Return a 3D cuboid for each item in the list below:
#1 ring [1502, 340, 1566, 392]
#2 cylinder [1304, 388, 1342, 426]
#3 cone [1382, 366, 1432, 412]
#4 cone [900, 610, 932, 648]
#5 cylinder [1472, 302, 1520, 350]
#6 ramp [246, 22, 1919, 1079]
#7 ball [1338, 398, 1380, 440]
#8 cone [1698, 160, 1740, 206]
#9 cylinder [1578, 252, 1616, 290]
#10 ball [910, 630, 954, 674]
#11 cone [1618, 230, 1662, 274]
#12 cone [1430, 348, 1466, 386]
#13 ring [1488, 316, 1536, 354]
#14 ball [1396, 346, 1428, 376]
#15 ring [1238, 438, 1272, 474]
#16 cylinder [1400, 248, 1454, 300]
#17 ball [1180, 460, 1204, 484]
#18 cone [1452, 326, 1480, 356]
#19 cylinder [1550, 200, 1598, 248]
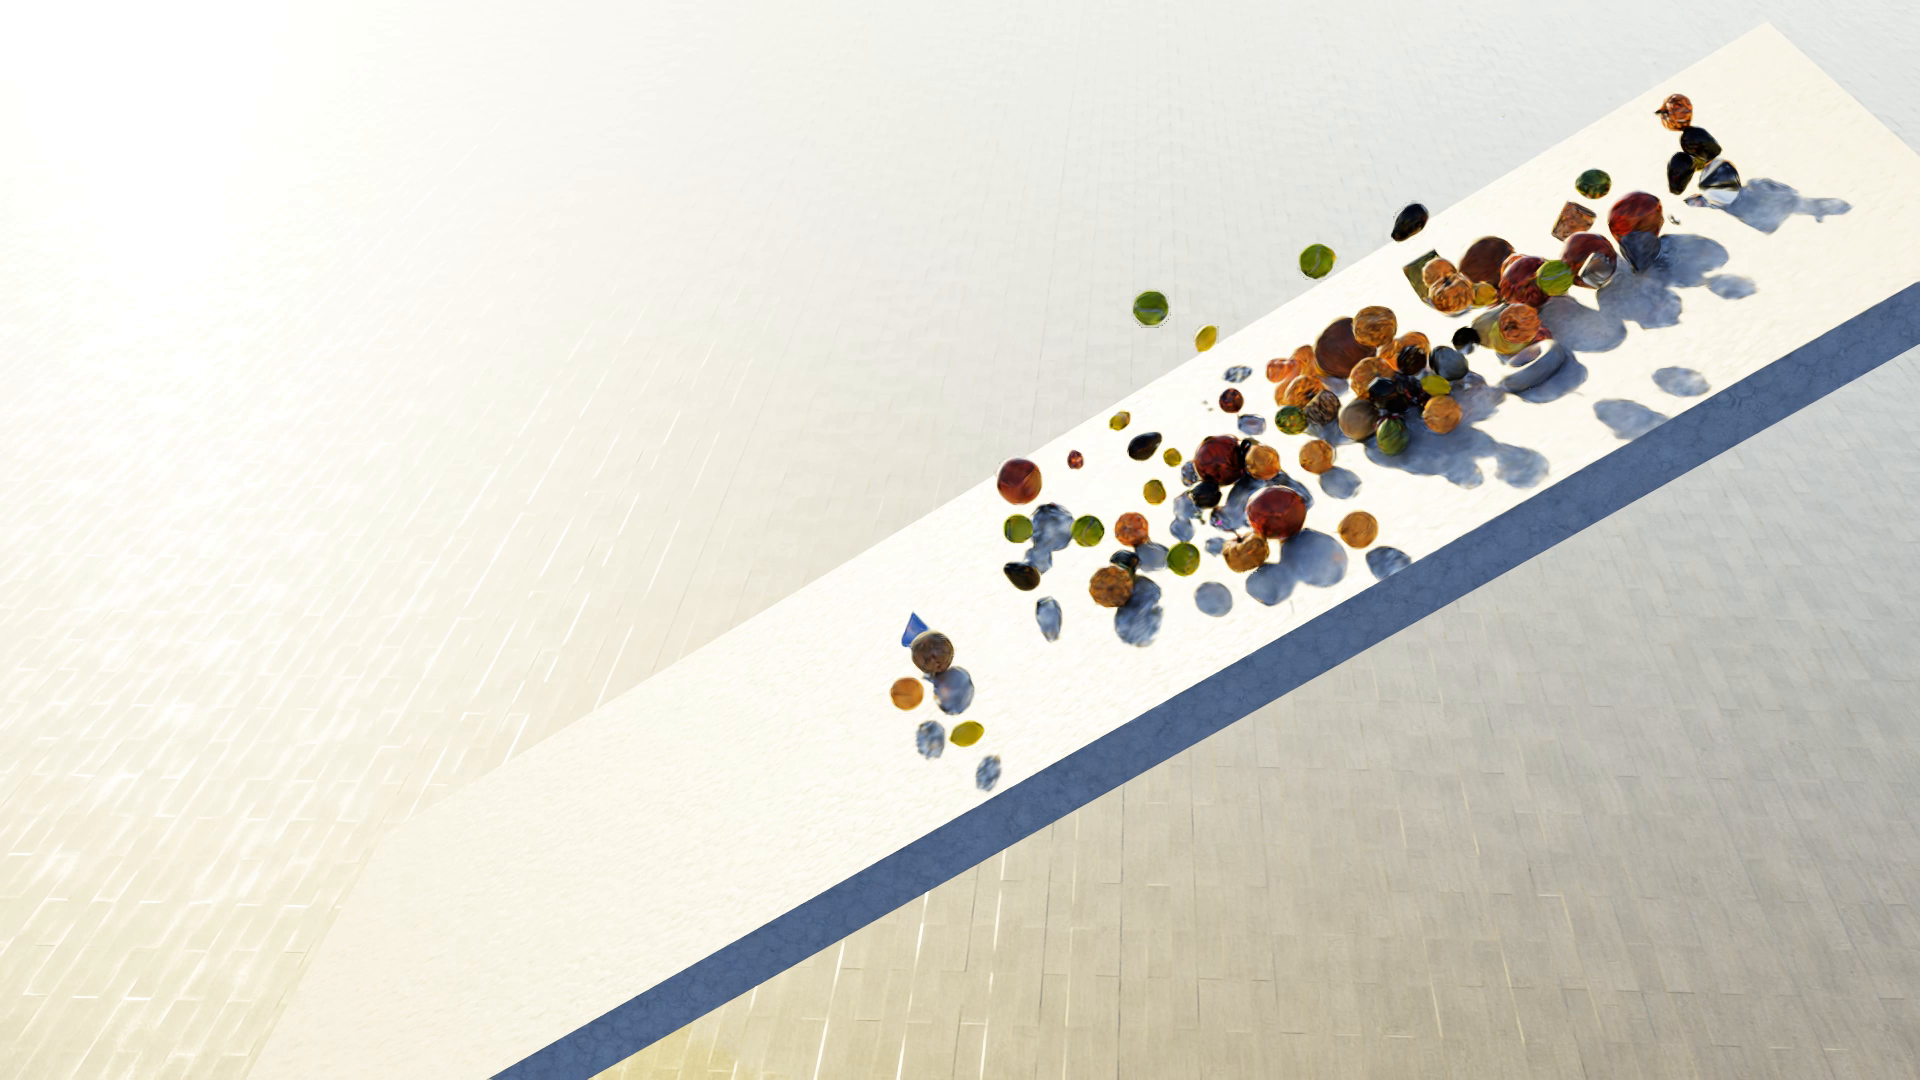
[{"bbox_3d":[1.089,-0.331,5.585,0.132,0.044,0.132,-32,16,11],"label":"ring"},{"bbox_3d":[0.749,-0.274,6.064,0.057,0.057,0.057,34,24,-17],"label":"cylinder"},{"bbox_3d":[0.899,-0.306,5.908,0.097,0.097,0.097,-5,20,6],"label":"cone"},{"bbox_3d":[-0.095,0.180,6.300,0.078,0.078,0.078,-7,34,5],"label":"cone"},{"bbox_3d":[1.067,-0.425,5.839,0.072,0.072,0.072,-27,-1,41],"label":"cylinder"},{"bbox_3d":[0.140,0.170,6.293,4.000,0.100,2.000,-30,15,13],"label":"ramp"},{"bbox_3d":[0.794,-0.241,5.844,0.085,0.085,0.085,0,20,0],"label":"ball"},{"bbox_3d":[1.471,-0.698,5.779,0.090,0.090,0.090,17,21,39],"label":"cone"},{"bbox_3d":[1.235,-0.522,5.700,0.053,0.053,0.053,26,23,-12],"label":"cylinder"},{"bbox_3d":[-0.057,0.234,6.132,0.093,0.093,0.093,0,20,0],"label":"ball"},{"bbox_3d":[1.325,-0.545,5.734,0.082,0.082,0.082,4,48,10],"label":"cone"},{"bbox_3d":[0.956,-0.327,5.786,0.074,0.074,0.074,6,50,15],"label":"cone"},{"bbox_3d":[1.077,-0.400,5.741,0.091,0.091,0.030,-1,42,-4],"label":"ring"},{"bbox_3d":[0.907,-0.360,5.902,0.062,0.062,0.062,0,20,0],"label":"ball"},{"bbox_3d":[0.605,-0.173,6.033,0.086,0.029,0.086,25,43,-26],"label":"ring"},{"bbox_3d":[1.022,-0.584,6.434,0.085,0.085,0.085,-31,16,11],"label":"cylinder"},{"bbox_3d":[0.492,-0.146,6.244,0.052,0.052,0.052,0,20,0],"label":"ball"},{"bbox_3d":[1.009,-0.398,5.832,0.057,0.057,0.057,8,13,21],"label":"cone"},{"bbox_3d":[1.262,-0.650,6.049,0.071,0.071,0.071,20,24,-10],"label":"cylinder"}]
